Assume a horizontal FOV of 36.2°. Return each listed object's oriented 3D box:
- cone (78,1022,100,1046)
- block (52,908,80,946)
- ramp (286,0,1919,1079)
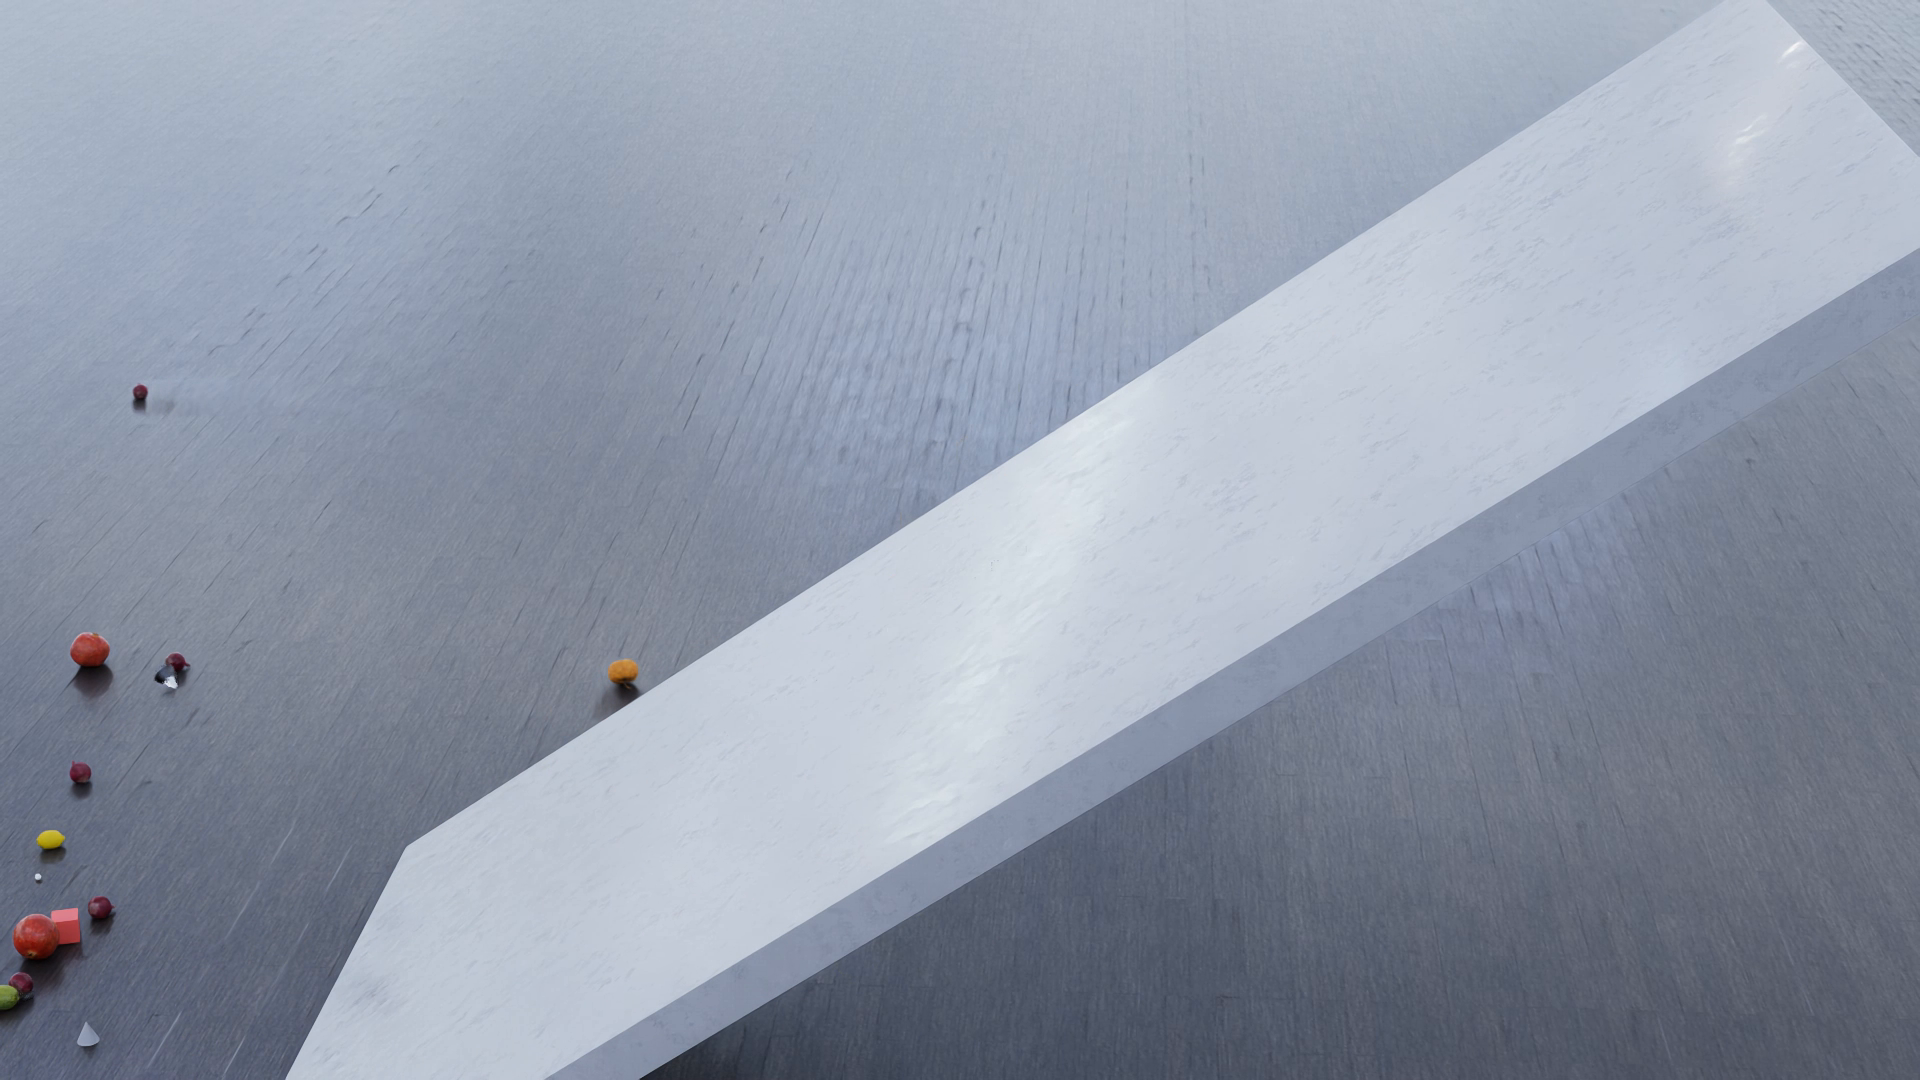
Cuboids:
[{"bbox_3d":[-2.072,1.165,6.983,0.052,0.052,0.052,0,21,0],"label":"cone"},{"bbox_3d":[-2.263,0.978,7.444,0.064,0.064,0.064,-6,22,-14],"label":"block"},{"bbox_3d":[0.135,0.174,6.307,4.000,0.100,2.000,-32,16,15],"label":"ramp"}]
